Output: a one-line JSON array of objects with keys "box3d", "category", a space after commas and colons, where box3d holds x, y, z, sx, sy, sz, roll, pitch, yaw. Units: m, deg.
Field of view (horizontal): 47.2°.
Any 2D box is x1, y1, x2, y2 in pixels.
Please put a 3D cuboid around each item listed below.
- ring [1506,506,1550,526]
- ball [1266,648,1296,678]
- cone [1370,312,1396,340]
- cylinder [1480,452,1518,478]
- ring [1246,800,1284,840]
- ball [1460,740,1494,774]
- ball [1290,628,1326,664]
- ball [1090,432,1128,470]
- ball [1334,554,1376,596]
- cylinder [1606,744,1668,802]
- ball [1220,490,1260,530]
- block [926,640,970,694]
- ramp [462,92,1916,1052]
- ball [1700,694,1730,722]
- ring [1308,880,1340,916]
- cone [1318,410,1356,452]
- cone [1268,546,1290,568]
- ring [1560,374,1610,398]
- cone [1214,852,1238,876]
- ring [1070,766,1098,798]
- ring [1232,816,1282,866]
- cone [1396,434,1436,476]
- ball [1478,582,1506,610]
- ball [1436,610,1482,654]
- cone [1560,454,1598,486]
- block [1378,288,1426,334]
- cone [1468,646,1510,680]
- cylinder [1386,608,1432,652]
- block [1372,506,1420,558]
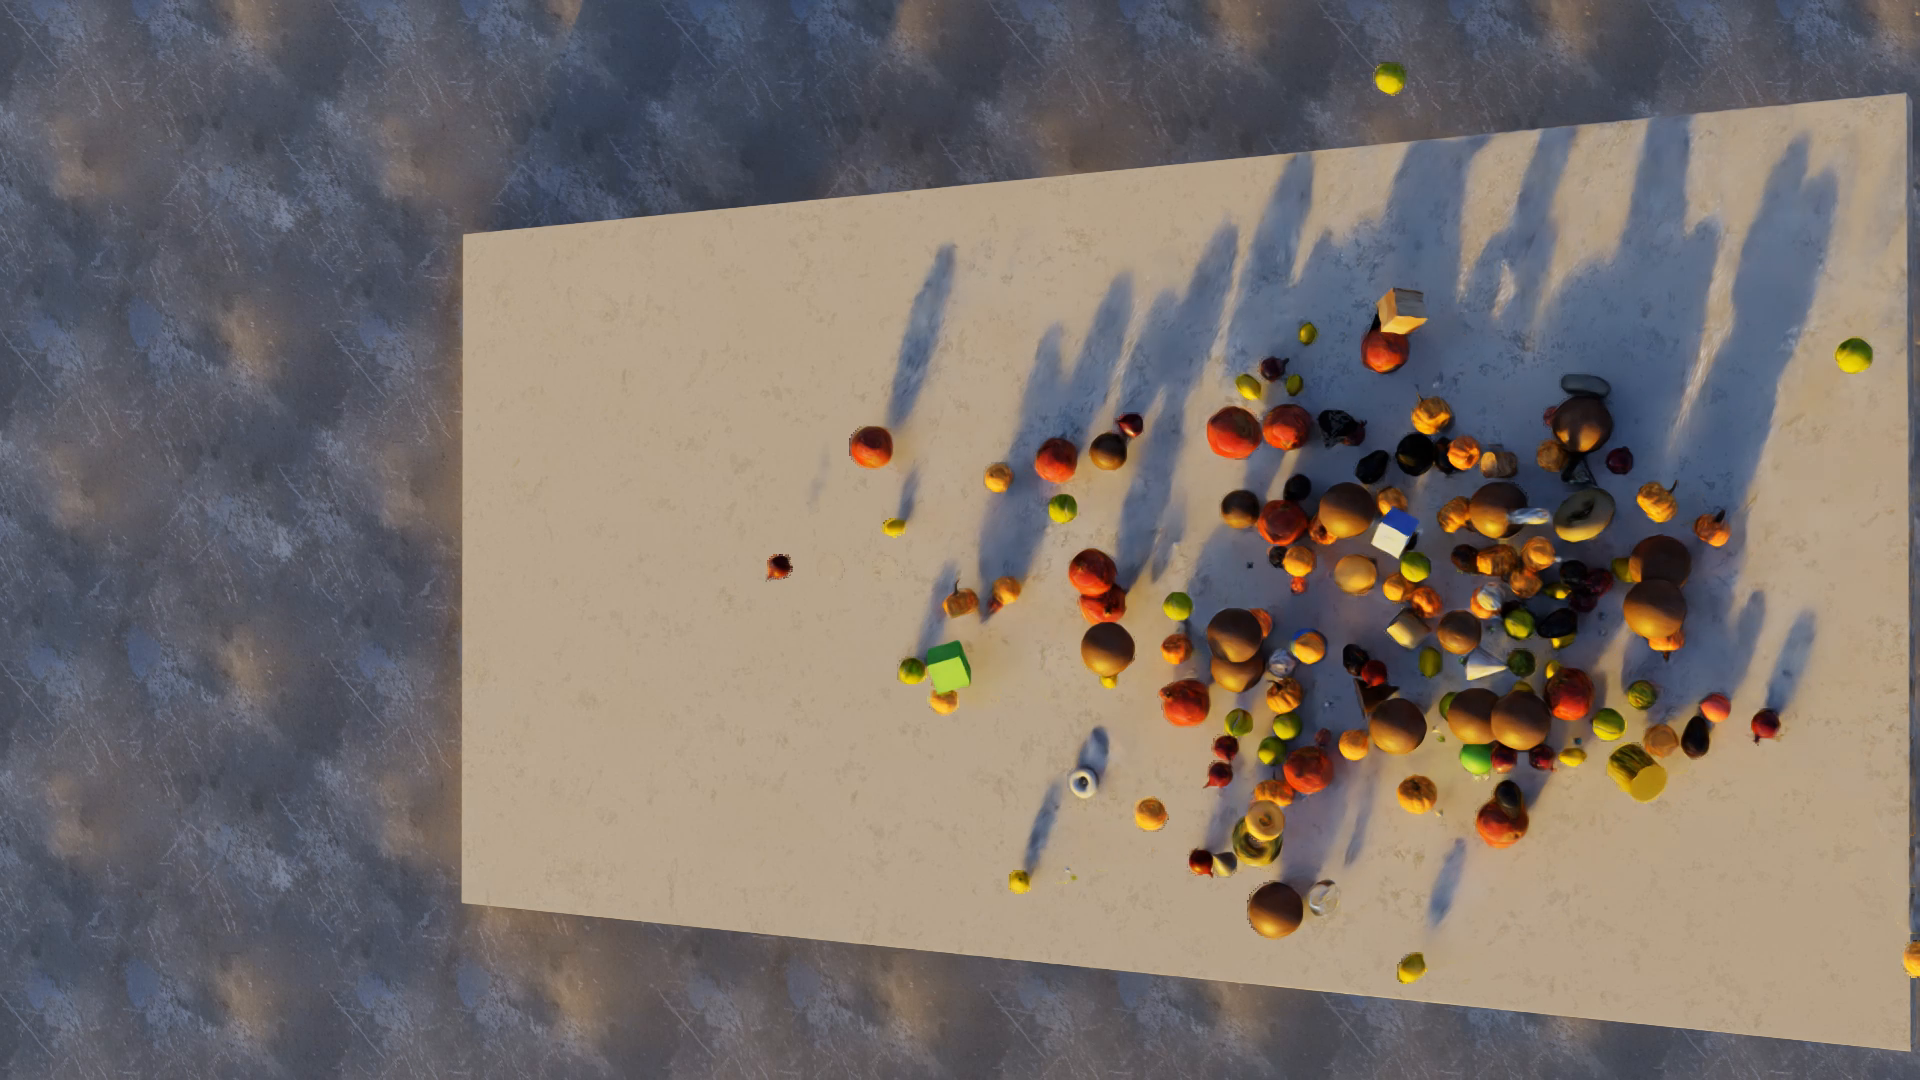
[{"box3d": [1.248, -0.053, 4.831, 0.098, 0.098, 0.033, 1, 100, 0], "category": "ring"}, {"box3d": [0.765, 0.293, 5.241, 0.072, 0.072, 0.072, 0, 89, 0], "category": "ball"}, {"box3d": [0.985, -0.516, 5.147, 0.067, 0.067, 0.067, -7, 55, 0], "category": "cone"}, {"box3d": [1.215, -0.169, 4.956, 0.059, 0.059, 0.059, 1, 89, -23], "category": "cylinder"}, {"box3d": [0.709, 0.650, 5.105, 0.096, 0.032, 0.096, 4, 77, -18], "category": "ring"}, {"box3d": [1.176, 0.492, 5.000, 0.077, 0.077, 0.077, 0, 89, 0], "category": "ball"}, {"box3d": [0.825, 0.250, 5.200, 0.085, 0.085, 0.085, 0, 89, 0], "category": "ball"}, {"box3d": [0.370, -0.219, 5.461, 0.095, 0.095, 0.095, 0, 89, 0], "category": "ball"}, {"box3d": [0.923, 0.080, 5.137, 0.098, 0.098, 0.098, 0, 89, 0], "category": "ball"}, {"box3d": [1.474, 0.506, 4.789, 0.091, 0.091, 0.091, -8, 117, -16], "category": "cylinder"}, {"box3d": [0.674, -0.074, 5.284, 0.096, 0.096, 0.096, 0, 89, 0], "category": "ball"}, {"box3d": [-0.028, 0.324, 5.606, 0.087, 0.087, 0.087, -17, 115, 9], "category": "block"}, {"box3d": [0.270, 0.075, 5.628, 4.000, 0.100, 2.000, 0, 89, 30], "category": "ramp"}, {"box3d": [1.632, 0.363, 4.749, 0.060, 0.060, 0.060, 0, 89, 0], "category": "ball"}, {"box3d": [0.855, 0.840, 5.158, 0.093, 0.031, 0.093, -13, 112, -36], "category": "ring"}, {"box3d": [0.869, -0.240, 5.134, 0.093, 0.093, 0.093, 6, 45, -6], "category": "cone"}, {"box3d": [0.758, 0.043, 5.241, 0.054, 0.054, 0.054, 2, 97, 16], "category": "cone"}, {"box3d": [1.384, -0.341, 4.868, 0.109, 0.109, 0.036, 13, 85, 0], "category": "ring"}, {"box3d": [0.625, 0.768, 5.291, 0.062, 0.062, 0.062, -52, 132, 0], "category": "cone"}, {"box3d": [0.312, 0.607, 5.526, 0.081, 0.027, 0.081, 0, 91, 30], "category": "ring"}, {"box3d": [0.713, 0.721, 5.285, 0.128, 0.043, 0.128, -1, 88, 29], "category": "ring"}, {"box3d": [1.032, -0.199, 5.074, 0.098, 0.098, 0.098, 0, 89, 34], "category": "cone"}, {"box3d": [1.186, 0.127, 4.906, 0.062, 0.062, 0.062, 0, 89, 0], "category": "ball"}, {"box3d": [1.089, 0.200, 4.795, 0.097, 0.097, 0.097, 0, 89, 0], "category": "ball"}, {"box3d": [1.394, -0.141, 4.905, 0.075, 0.075, 0.075, 37, 90, 5], "category": "cone"}, {"box3d": [1.003, -0.520, 4.991, 0.074, 0.074, 0.074, 5, 64, -18], "category": "block"}, {"box3d": [1.170, 0.274, 4.844, 0.085, 0.085, 0.085, 7, 89, 25], "category": "cone"}, {"box3d": [1.035, 0.207, 5.075, 0.074, 0.074, 0.074, 44, 90, 3], "category": "cylinder"}, {"box3d": [0.979, -0.018, 4.944, 0.069, 0.069, 0.069, 30, 45, 14], "category": "block"}]
